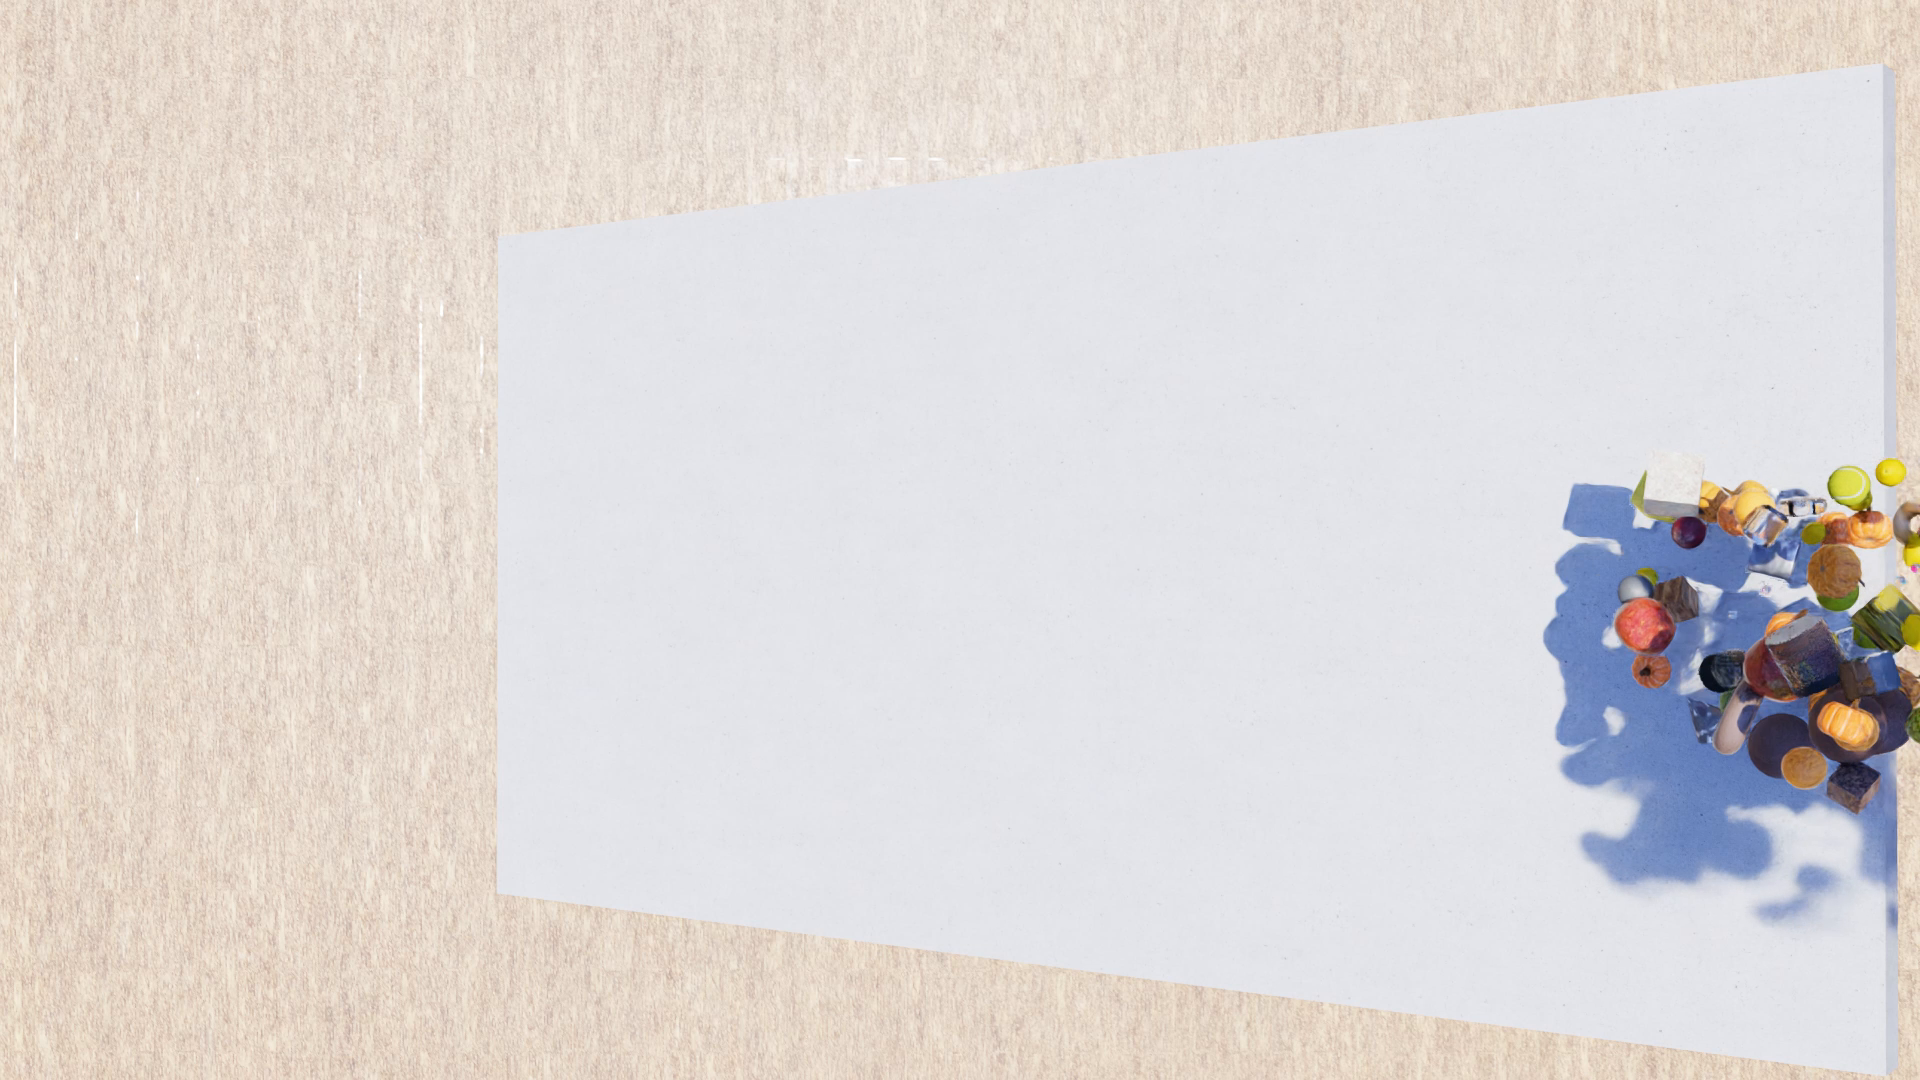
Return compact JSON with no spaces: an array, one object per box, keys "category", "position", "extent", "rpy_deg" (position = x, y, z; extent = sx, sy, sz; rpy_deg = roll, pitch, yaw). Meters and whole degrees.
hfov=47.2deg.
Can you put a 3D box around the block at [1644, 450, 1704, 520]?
[{"category":"block","position":[1.351,-0.104,4.161],"extent":[0.098,0.098,0.098],"rpy_deg":[7,75,20]}]

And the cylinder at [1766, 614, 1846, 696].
[{"category":"cylinder","position":[1.318,0.179,3.417],"extent":[0.093,0.093,0.093],"rpy_deg":[-31,92,0]}]

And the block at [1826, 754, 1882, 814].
[{"category":"block","position":[1.598,0.438,3.935],"extent":[0.064,0.064,0.064],"rpy_deg":[35,72,33]}]

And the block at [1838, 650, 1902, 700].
[{"category":"block","position":[1.303,0.194,3.150],"extent":[0.053,0.053,0.053],"rpy_deg":[-13,85,-28]}]

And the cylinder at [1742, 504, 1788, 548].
[{"category":"cylinder","position":[1.408,-0.025,3.843],"extent":[0.055,0.055,0.055],"rpy_deg":[39,88,0]}]

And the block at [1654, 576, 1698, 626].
[{"category":"block","position":[1.463,0.124,4.492],"extent":[0.062,0.062,0.062],"rpy_deg":[-25,126,38]}]

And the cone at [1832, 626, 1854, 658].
[{"category":"cone","position":[1.649,0.197,4.099],"extent":[0.056,0.056,0.056],"rpy_deg":[-20,86,0]}]

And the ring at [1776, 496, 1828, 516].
[{"category":"ring","position":[1.497,-0.060,3.911],"extent":[0.088,0.088,0.029],"rpy_deg":[-5,94,0]}]

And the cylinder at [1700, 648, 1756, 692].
[{"category":"cylinder","position":[1.384,0.236,3.967],"extent":[0.071,0.071,0.071],"rpy_deg":[-8,89,-42]}]

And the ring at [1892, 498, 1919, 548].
[{"category":"ring","position":[1.707,-0.029,3.926],"extent":[0.030,0.089,0.089],"rpy_deg":[9,89,-33]}]

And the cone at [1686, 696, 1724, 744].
[{"category":"cone","position":[1.500,0.348,4.450],"extent":[0.092,0.092,0.092],"rpy_deg":[45,90,-8]}]

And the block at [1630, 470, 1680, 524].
[{"category":"block","position":[1.359,-0.084,4.259],"extent":[0.071,0.071,0.071],"rpy_deg":[34,81,-37]}]

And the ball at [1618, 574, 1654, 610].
[{"category":"ball","position":[1.303,0.100,4.239],"extent":[0.068,0.068,0.068],"rpy_deg":[0,90,0]}]

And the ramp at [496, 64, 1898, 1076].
[{"category":"ramp","position":[0.238,0.066,5.559],"extent":[4.000,0.100,2.000],"rpy_deg":[0,89,36]}]

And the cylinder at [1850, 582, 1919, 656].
[{"category":"cylinder","position":[1.691,0.147,3.997],"extent":[0.098,0.098,0.098],"rpy_deg":[-41,73,0]}]
